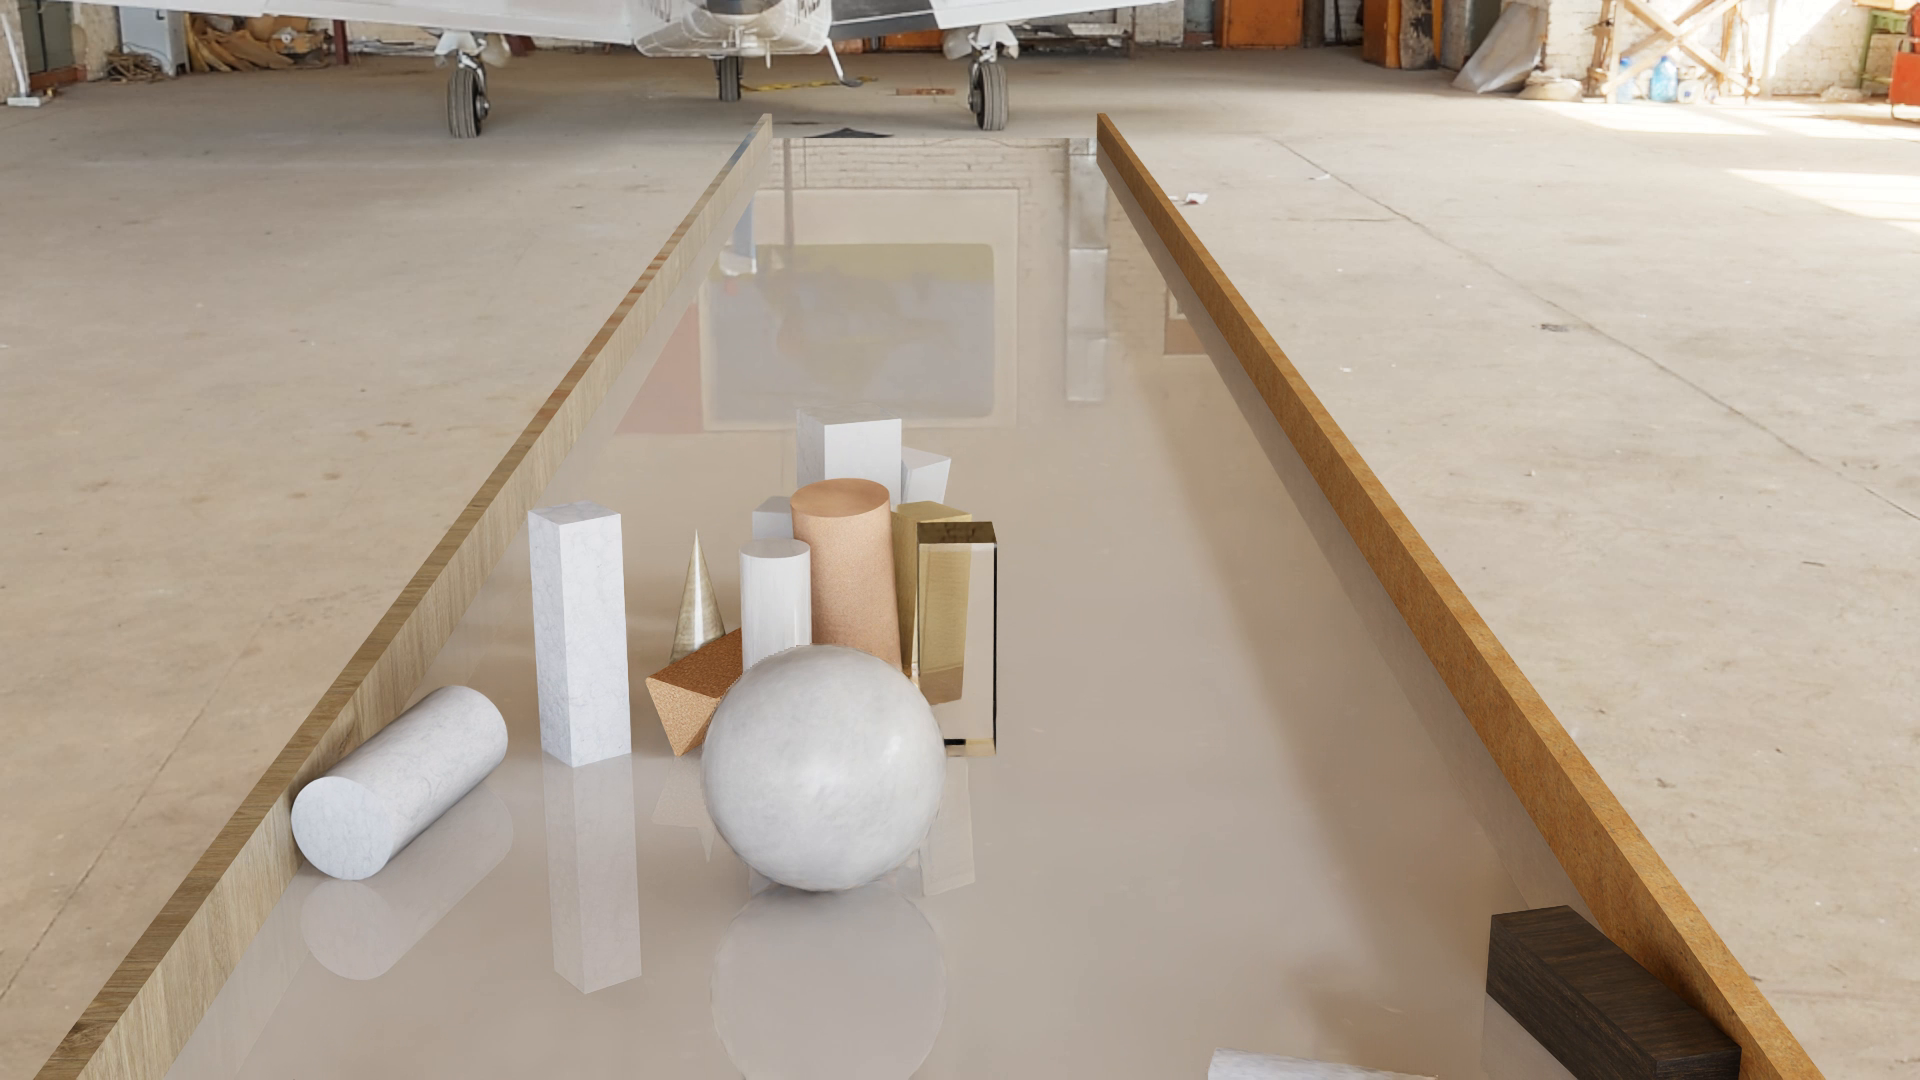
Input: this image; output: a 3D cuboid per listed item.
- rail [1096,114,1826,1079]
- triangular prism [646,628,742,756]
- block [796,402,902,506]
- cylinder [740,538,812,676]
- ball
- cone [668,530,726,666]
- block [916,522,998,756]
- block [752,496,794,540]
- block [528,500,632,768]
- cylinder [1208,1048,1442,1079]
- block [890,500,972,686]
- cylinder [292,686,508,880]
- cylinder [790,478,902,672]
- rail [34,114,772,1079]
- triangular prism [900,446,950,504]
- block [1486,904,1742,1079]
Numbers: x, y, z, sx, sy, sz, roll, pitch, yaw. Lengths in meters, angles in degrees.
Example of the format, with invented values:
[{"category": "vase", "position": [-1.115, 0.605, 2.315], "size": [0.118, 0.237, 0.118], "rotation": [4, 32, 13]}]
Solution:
[{"category": "rail", "position": [0.932, -0.844, 7.801], "size": [0.050, 0.150, 12.000], "rotation": [0, 17, -1]}, {"category": "triangular prism", "position": [-0.432, 0.246, 4.054], "size": [0.131, 0.151, 0.355], "rotation": [43, 30, 10]}, {"category": "block", "position": [-0.235, -0.051, 4.621], "size": [0.168, 0.440, 0.168], "rotation": [-6, 18, -23]}, {"category": "cylinder", "position": [-0.323, 0.198, 3.886], "size": [0.123, 0.384, 0.123], "rotation": [0, 17, 0]}, {"category": "ball", "position": [-0.208, 0.351, 3.386], "size": [0.377, 0.377, 0.377], "rotation": [0, 17, 0]}, {"category": "cone", "position": [-0.491, 0.142, 4.147], "size": [0.159, 0.342, 0.159], "rotation": [0, 17, 0]}, {"category": "block", "position": [-0.007, 0.177, 3.934], "size": [0.135, 0.397, 0.135], "rotation": [-1, 17, -3]}, {"category": "block", "position": [-0.336, 0.083, 4.393], "size": [0.117, 0.316, 0.117], "rotation": [4, 17, 13]}, {"category": "block", "position": [-0.672, 0.165, 3.893], "size": [0.118, 0.445, 0.118], "rotation": [-12, 21, -36]}, {"category": "cylinder", "position": [0.495, 0.703, 2.612], "size": [0.397, 0.143, 0.143], "rotation": [5, 17, 15]}, {"category": "block", "position": [-0.077, 0.113, 4.215], "size": [0.125, 0.350, 0.125], "rotation": [-8, 18, -40]}, {"category": "cylinder", "position": [-0.911, 0.391, 3.609], "size": [0.174, 0.174, 0.417], "rotation": [4, 17, 13]}, {"category": "cylinder", "position": [-0.205, 0.117, 4.046], "size": [0.179, 0.427, 0.179], "rotation": [-3, 24, 1]}, {"category": "rail", "position": [-1.118, -0.838, 7.780], "size": [0.050, 0.150, 12.000], "rotation": [0, 17, -1]}, {"category": "triangular prism", "position": [-0.131, -0.035, 4.732], "size": [0.112, 0.330, 0.129], "rotation": [28, 29, 33]}, {"category": "block", "position": [0.851, 0.630, 2.900], "size": [0.119, 0.119, 0.411], "rotation": [-5, 17, -15]}]
